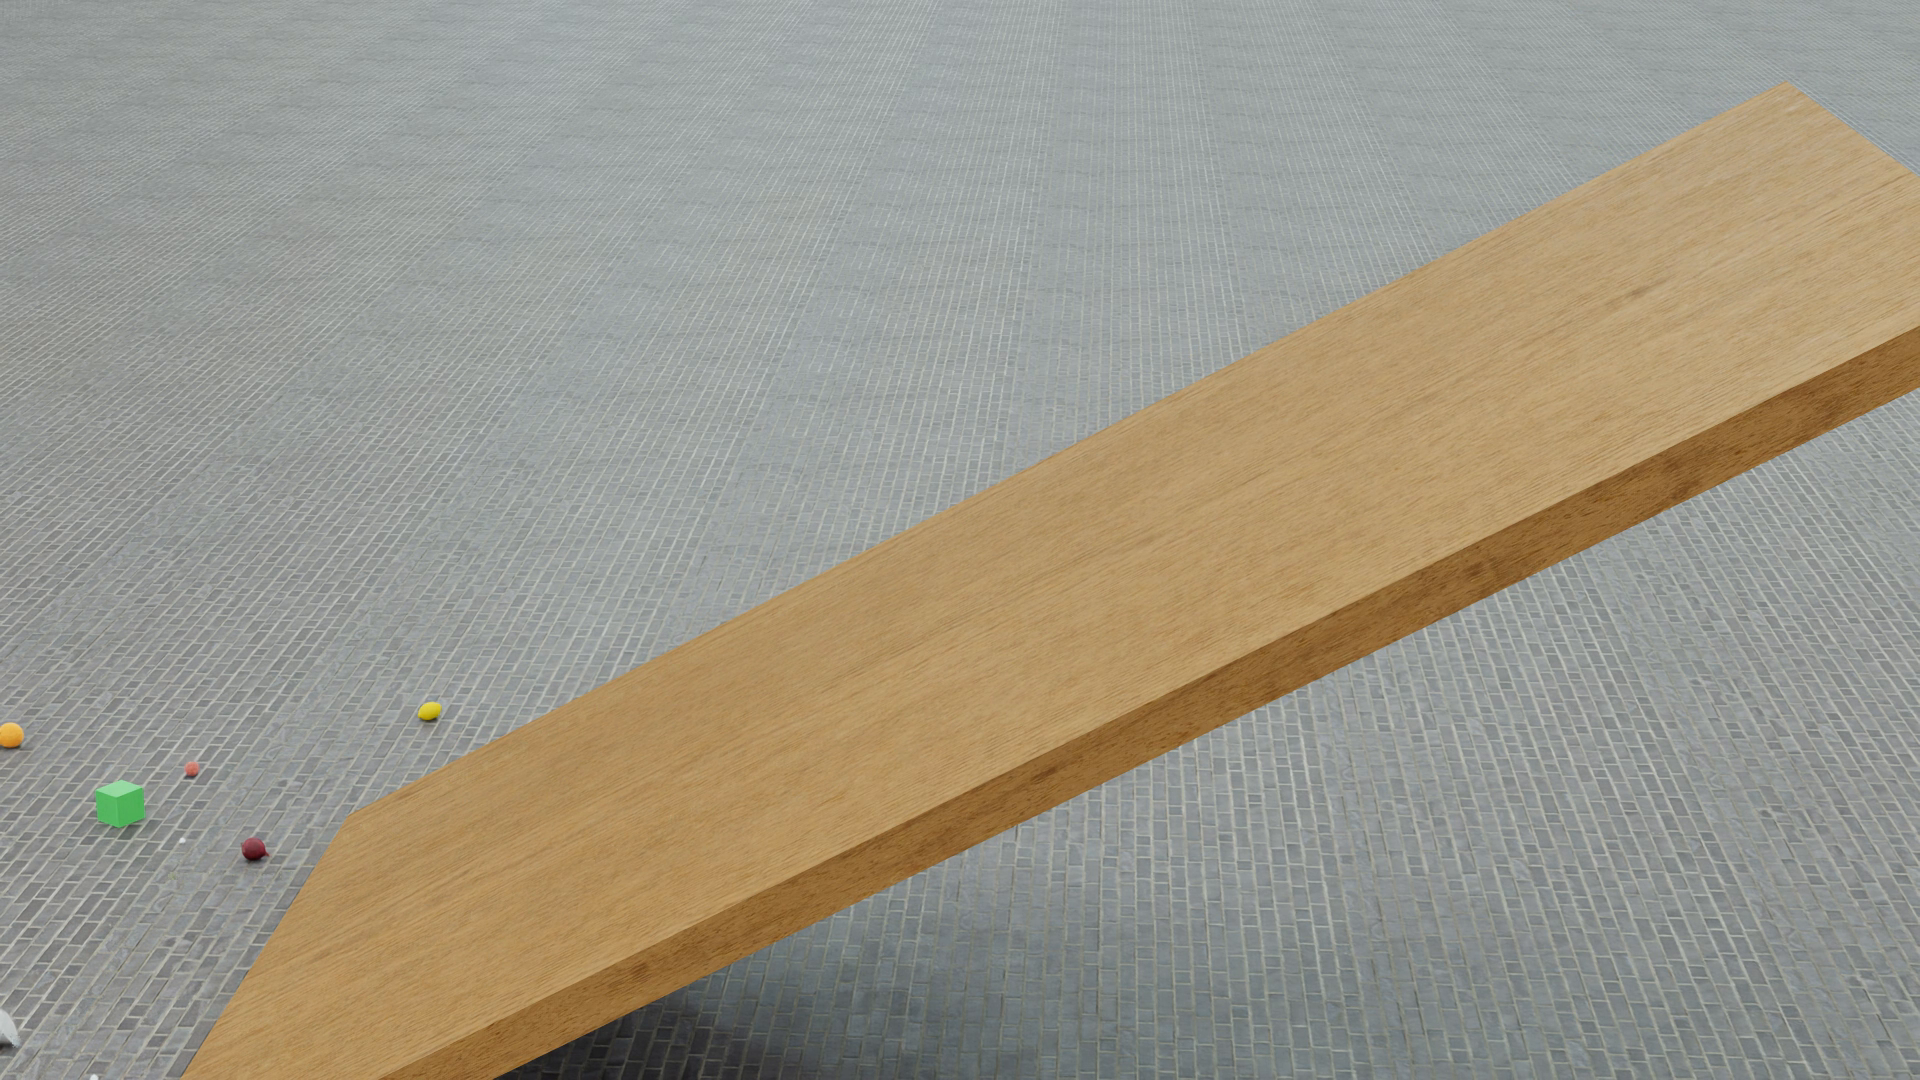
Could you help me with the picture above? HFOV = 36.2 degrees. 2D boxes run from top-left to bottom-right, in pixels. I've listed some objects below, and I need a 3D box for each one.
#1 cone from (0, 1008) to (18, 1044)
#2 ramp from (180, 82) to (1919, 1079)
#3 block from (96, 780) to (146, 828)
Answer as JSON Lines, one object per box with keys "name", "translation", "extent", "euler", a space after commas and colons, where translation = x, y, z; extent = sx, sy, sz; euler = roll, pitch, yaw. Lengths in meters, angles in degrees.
{"name": "cone", "translation": [-2.173, 1.108, 6.581], "extent": [0.090, 0.090, 0.090], "euler": [-28, 20, -1]}
{"name": "ramp", "translation": [0.141, 0.167, 6.282], "extent": [4.000, 0.100, 2.000], "euler": [-27, 14, 11]}
{"name": "block", "translation": [-2.223, 0.698, 7.786], "extent": [0.087, 0.087, 0.087], "euler": [12, 22, 34]}
